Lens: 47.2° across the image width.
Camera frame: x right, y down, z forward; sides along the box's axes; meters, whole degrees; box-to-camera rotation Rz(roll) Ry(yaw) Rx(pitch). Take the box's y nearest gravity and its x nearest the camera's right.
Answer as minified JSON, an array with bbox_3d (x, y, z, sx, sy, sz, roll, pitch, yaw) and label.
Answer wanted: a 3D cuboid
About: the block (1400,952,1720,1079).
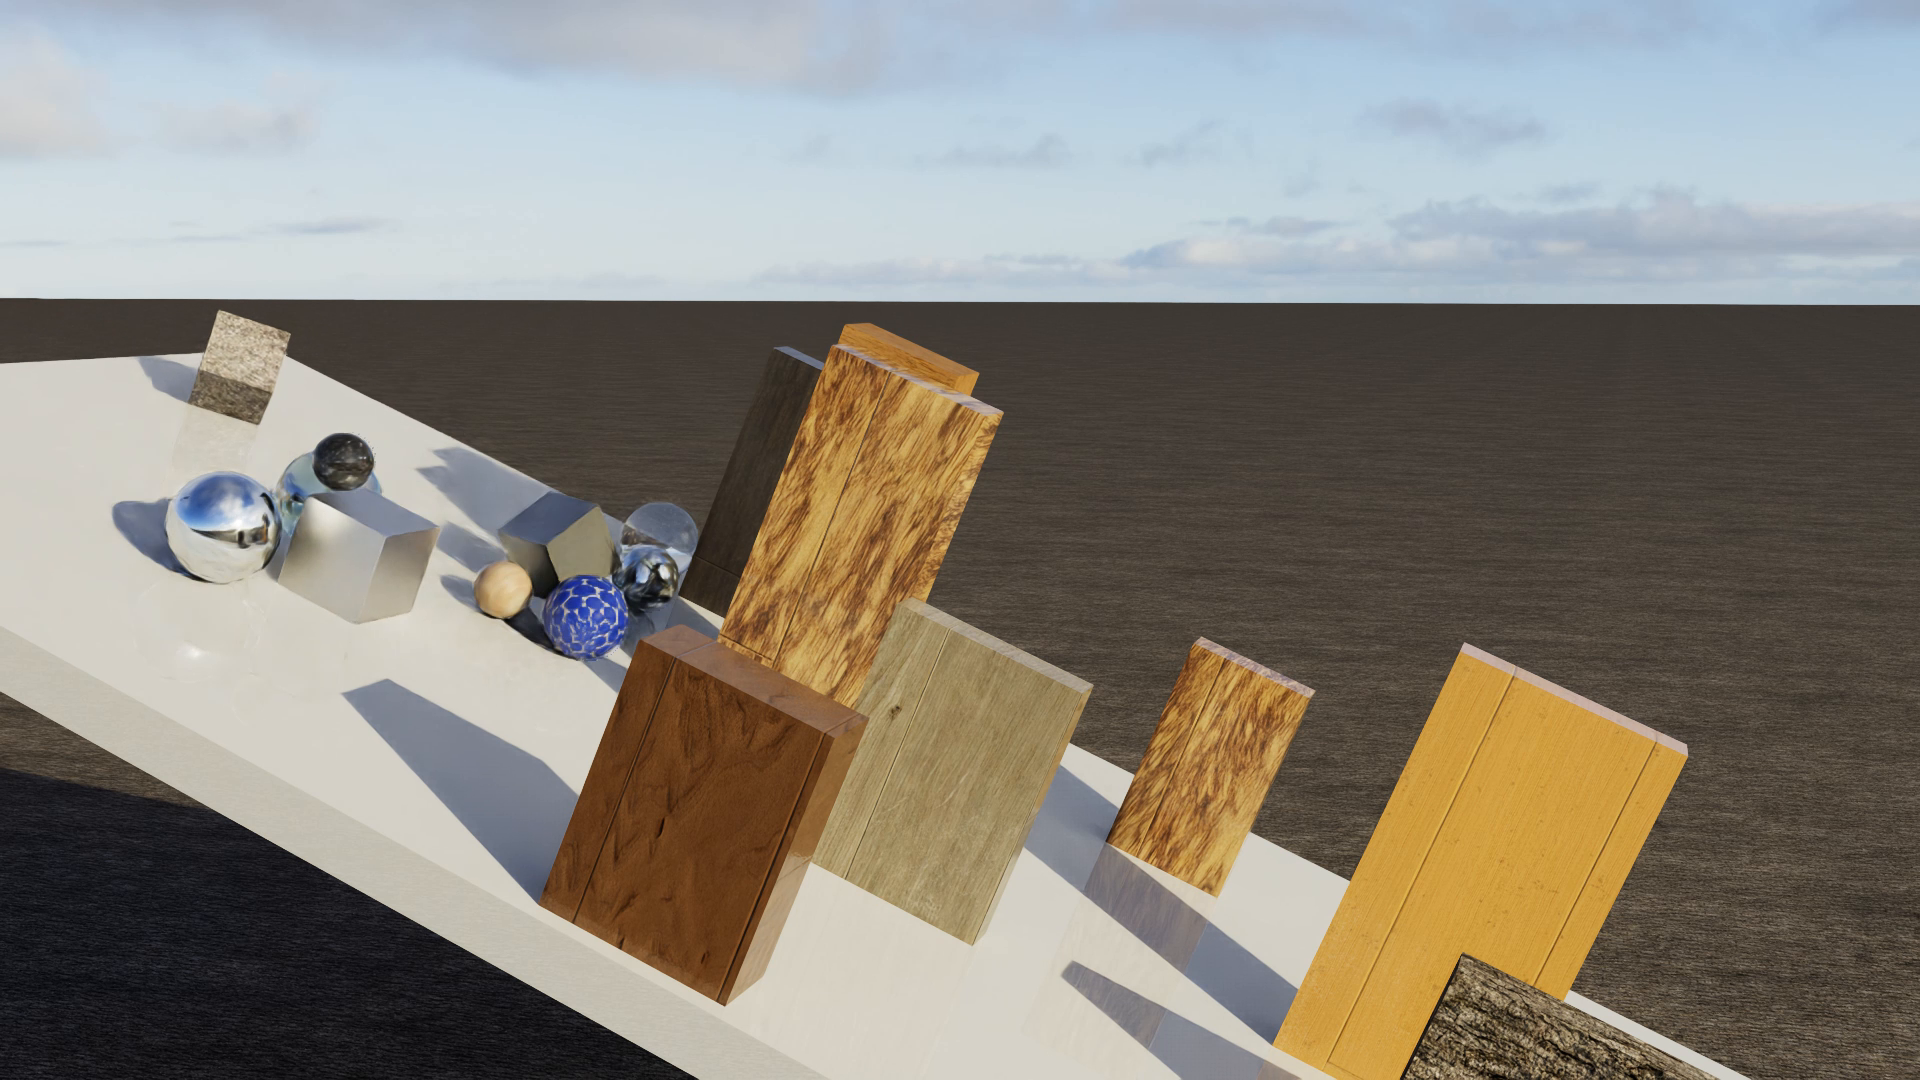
[{"bbox_3d":[0.864,0.918,3.307,0.437,0.431,0.093,25,13,13],"label":"block"}]

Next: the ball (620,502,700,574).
[{"bbox_3d":[-0.678,0.003,4.972,0.177,0.177,0.177,0,7,0],"label":"ball"}]

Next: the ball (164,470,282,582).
[{"bbox_3d":[-1.326,-0.024,3.961,0.202,0.202,0.202,0,7,0],"label":"ball"}]

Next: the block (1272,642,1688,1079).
[{"bbox_3d":[0.884,0.616,3.777,0.401,0.780,0.095,25,13,13],"label":"block"}]

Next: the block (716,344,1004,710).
[{"bbox_3d":[-0.223,0.044,4.244,0.327,0.775,0.124,25,13,13],"label":"block"}]

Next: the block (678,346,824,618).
[{"bbox_3d":[-0.392,-0.097,4.909,0.271,0.607,0.090,25,13,13],"label":"block"}]

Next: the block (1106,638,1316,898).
[{"bbox_3d":[0.509,0.463,4.486,0.255,0.459,0.084,25,13,13],"label":"block"}]

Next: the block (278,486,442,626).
[{"bbox_3d":[-1.127,0.028,4.130,0.182,0.182,0.182,26,13,15],"label":"block"}]

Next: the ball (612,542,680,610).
[{"bbox_3d":[-0.680,0.079,4.750,0.146,0.146,0.146,0,7,0],"label":"ball"}]

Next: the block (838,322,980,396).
[{"bbox_3d":[-0.241,-0.020,4.431,0.252,0.794,0.143,25,13,13],"label":"block"}]

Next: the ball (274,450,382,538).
[{"bbox_3d":[-1.235,-0.076,4.303,0.206,0.206,0.206,0,7,0],"label":"ball"}]

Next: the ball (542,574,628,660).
[{"bbox_3d":[-0.735,0.150,4.322,0.167,0.167,0.167,0,7,0],"label":"ball"}]

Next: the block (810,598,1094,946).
[{"bbox_3d":[-0.031,0.397,3.785,0.352,0.489,0.080,25,13,13],"label":"block"}]

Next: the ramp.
[{"bbox_3d":[-0.294,0.515,4.187,4.000,0.100,2.000,25,13,13],"label":"ramp"}]

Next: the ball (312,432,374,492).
[{"bbox_3d":[-1.145,-0.145,4.082,0.111,0.111,0.111,0,7,0],"label":"ball"}]

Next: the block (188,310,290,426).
[{"bbox_3d":[-1.602,-0.381,4.888,0.159,0.159,0.159,18,-32,-20],"label":"block"}]

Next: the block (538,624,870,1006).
[{"bbox_3d":[-0.382,0.404,3.267,0.326,0.446,0.148,25,13,13],"label":"block"}]

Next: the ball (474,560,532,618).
[{"bbox_3d":[-0.907,0.098,4.365,0.114,0.114,0.114,0,7,0],"label":"ball"}]

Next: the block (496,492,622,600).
[{"bbox_3d":[-0.823,0.017,4.522,0.153,0.153,0.153,14,42,38],"label":"block"}]
